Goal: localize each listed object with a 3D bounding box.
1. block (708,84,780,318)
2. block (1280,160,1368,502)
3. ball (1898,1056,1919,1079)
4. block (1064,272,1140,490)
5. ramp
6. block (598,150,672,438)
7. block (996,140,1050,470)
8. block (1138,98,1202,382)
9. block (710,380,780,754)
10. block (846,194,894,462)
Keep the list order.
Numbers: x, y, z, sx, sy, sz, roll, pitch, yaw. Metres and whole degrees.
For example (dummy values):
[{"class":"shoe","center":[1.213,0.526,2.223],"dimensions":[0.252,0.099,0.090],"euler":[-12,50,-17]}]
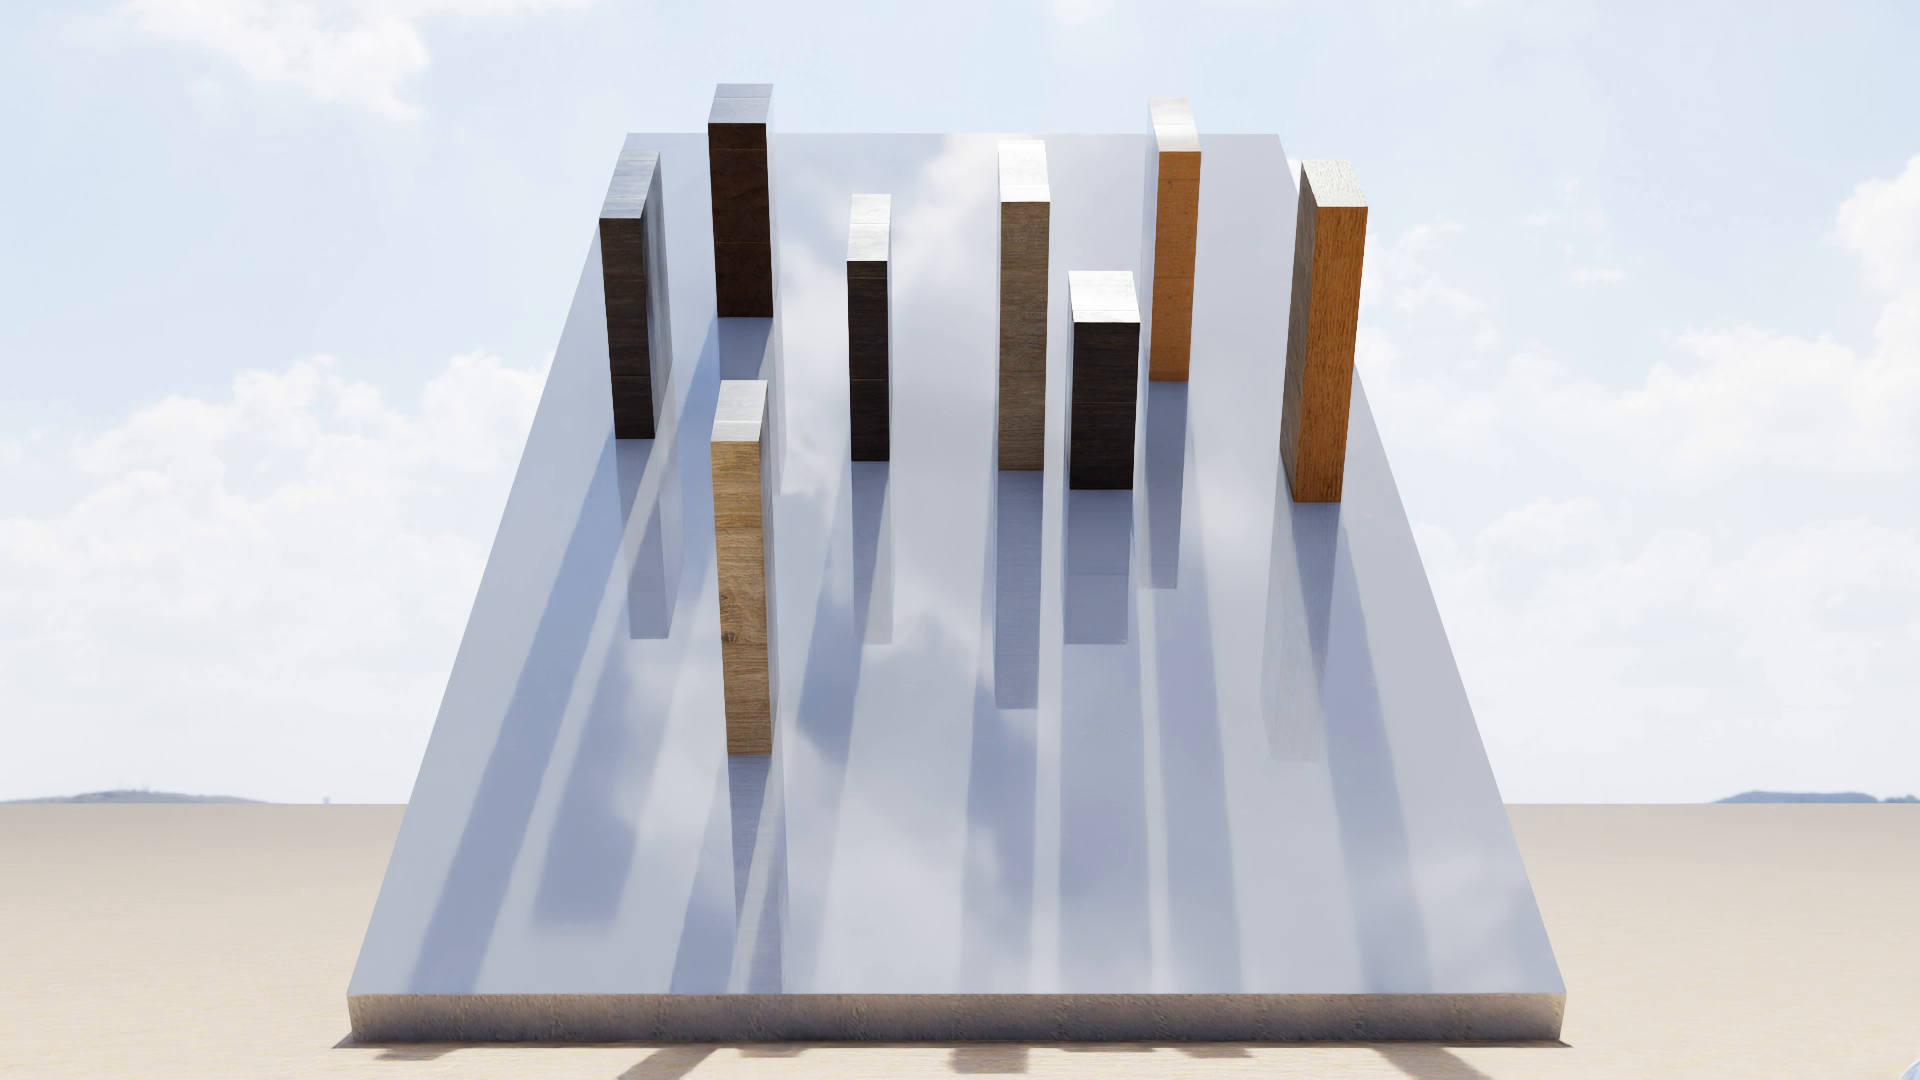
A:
[{"class":"block","center":[-0.555,-0.878,6.240],"dimensions":[0.145,0.528,0.293],"euler":[0,30,0]},{"class":"block","center":[0.799,-0.458,5.339],"dimensions":[0.106,0.707,0.271],"euler":[0,30,0]},{"class":"ball","center":[0.984,0.569,2.335],"dimensions":[0.165,0.165,0.165],"euler":[0,-6,0]},{"class":"block","center":[0.318,-0.362,5.462],"dimensions":[0.143,0.415,0.274],"euler":[0,30,0]},{"class":"ramp","center":[-0.013,-0.211,5.713],"dimensions":[2.000,0.100,4.000],"euler":[0,30,0]},{"class":"block","center":[-0.760,-0.583,5.700],"dimensions":[0.092,0.554,0.427],"euler":[0,30,0]},{"class":"block","center":[0.139,-0.537,5.521],"dimensions":[0.105,0.657,0.372],"euler":[0,30,0]},{"class":"block","center":[0.513,-0.741,5.940],"dimensions":[0.098,0.596,0.371],"euler":[0,30,0]},{"class":"block","center":[-0.395,0.055,4.481],"dimensions":[0.084,0.664,0.242],"euler":[0,30,0]},{"class":"block","center":[-0.206,-0.495,5.605],"dimensions":[0.089,0.500,0.389],"euler":[0,30,0]}]
